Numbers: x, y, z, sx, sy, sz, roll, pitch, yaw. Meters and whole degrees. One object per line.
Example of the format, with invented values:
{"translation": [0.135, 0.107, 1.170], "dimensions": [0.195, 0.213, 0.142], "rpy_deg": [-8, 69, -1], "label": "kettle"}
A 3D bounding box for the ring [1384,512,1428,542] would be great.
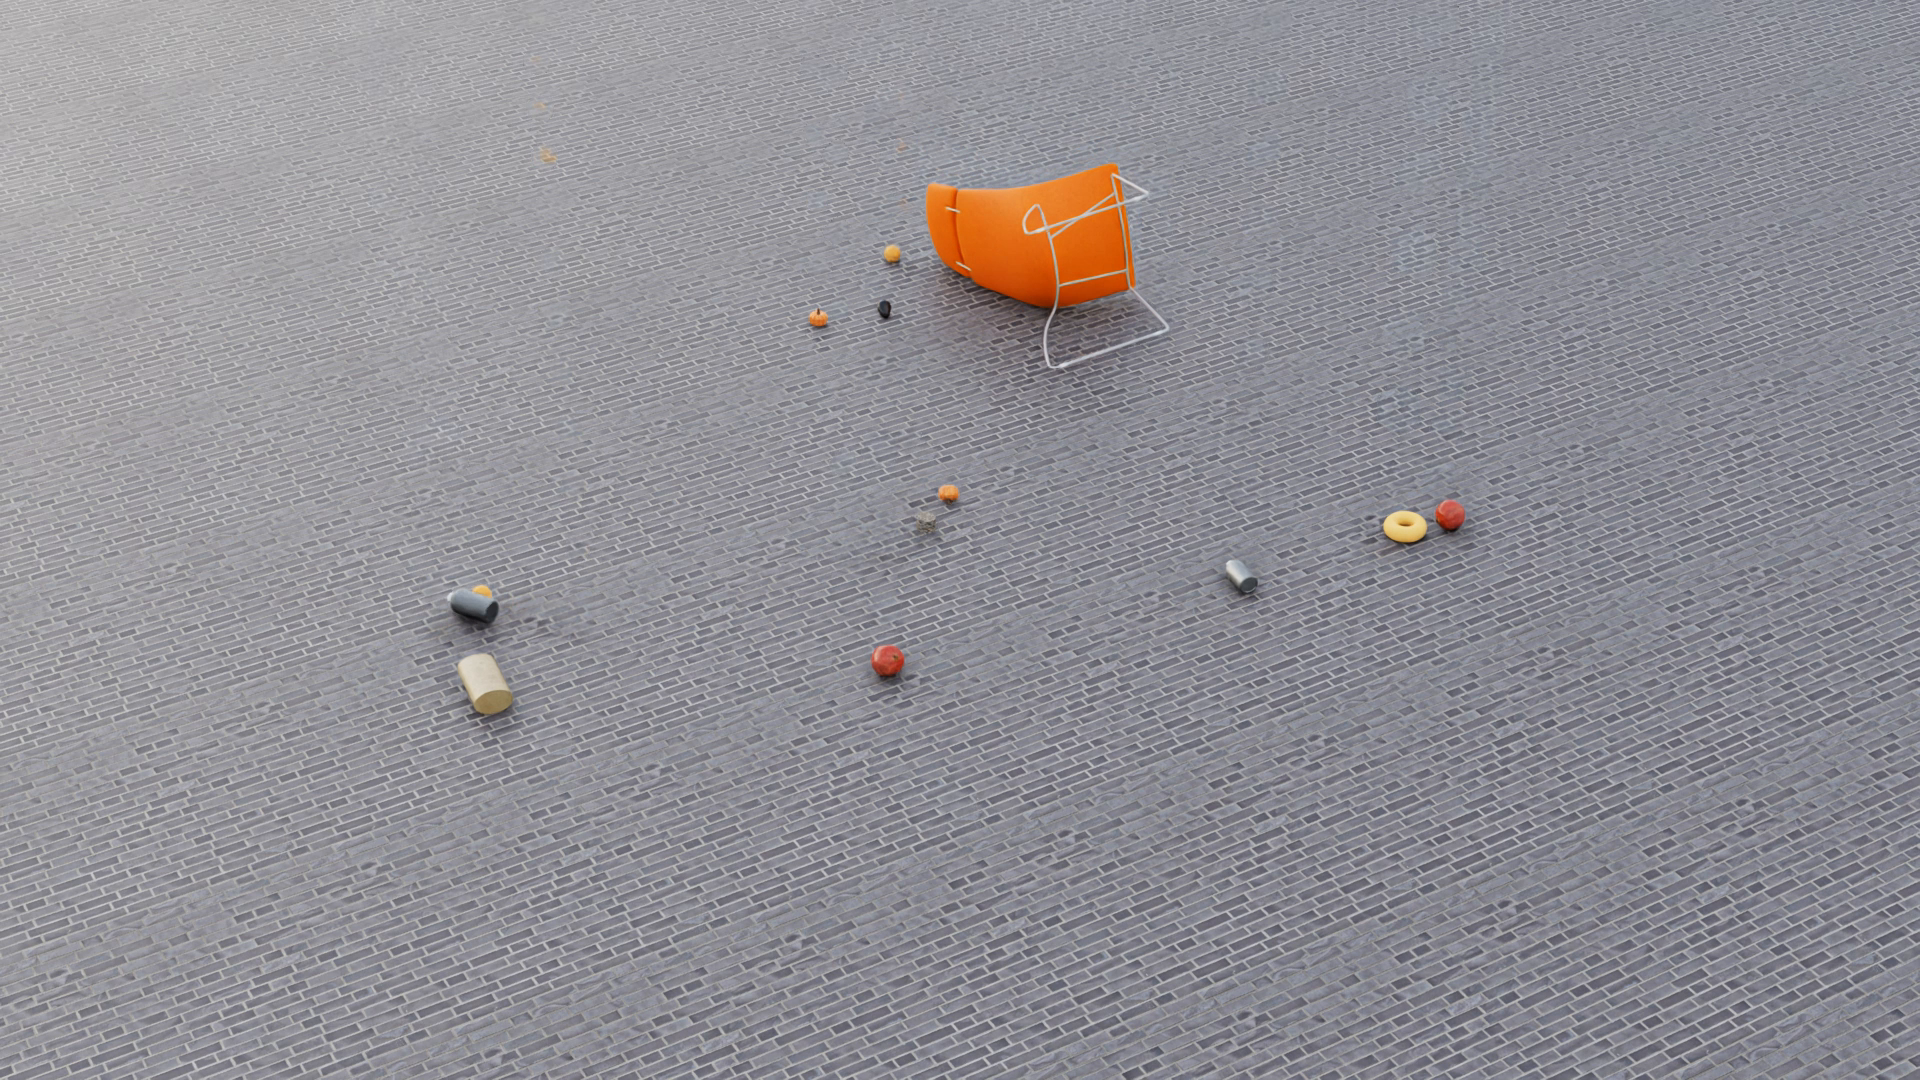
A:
{"translation": [1.665, -0.049, 10.963], "dimensions": [0.162, 0.063, 0.160], "rpy_deg": [-16, 36, -21], "label": "ring"}

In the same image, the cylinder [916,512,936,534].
{"translation": [-0.127, -0.064, 10.994], "dimensions": [0.075, 0.052, 0.064], "rpy_deg": [19, 38, 26], "label": "cylinder"}

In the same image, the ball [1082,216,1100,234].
{"translation": [0.578, -1.393, 12.983], "dimensions": [0.083, 0.083, 0.083], "rpy_deg": [0, 33, 0], "label": "ball"}

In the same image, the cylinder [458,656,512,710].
{"translation": [-1.637, 0.495, 10.106], "dimensions": [0.139, 0.096, 0.230], "rpy_deg": [-2, 23, -21], "label": "cylinder"}
